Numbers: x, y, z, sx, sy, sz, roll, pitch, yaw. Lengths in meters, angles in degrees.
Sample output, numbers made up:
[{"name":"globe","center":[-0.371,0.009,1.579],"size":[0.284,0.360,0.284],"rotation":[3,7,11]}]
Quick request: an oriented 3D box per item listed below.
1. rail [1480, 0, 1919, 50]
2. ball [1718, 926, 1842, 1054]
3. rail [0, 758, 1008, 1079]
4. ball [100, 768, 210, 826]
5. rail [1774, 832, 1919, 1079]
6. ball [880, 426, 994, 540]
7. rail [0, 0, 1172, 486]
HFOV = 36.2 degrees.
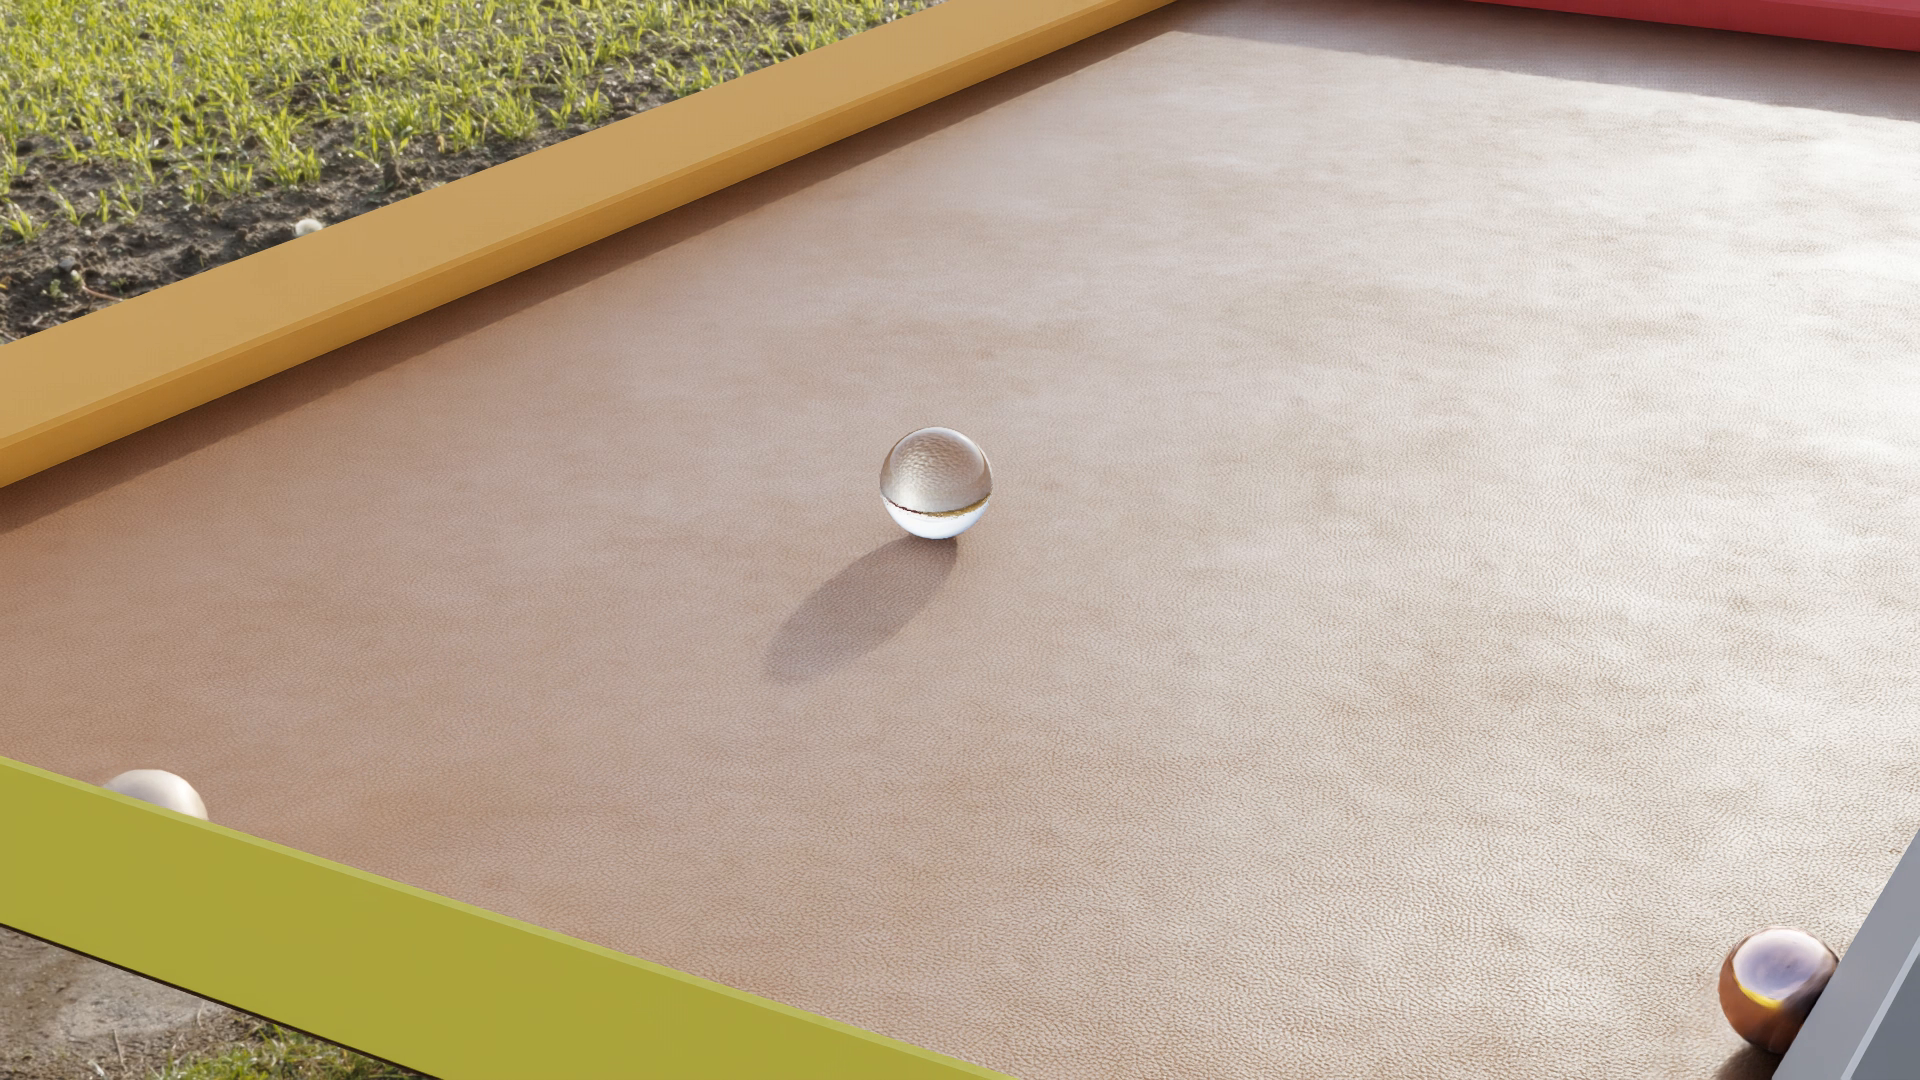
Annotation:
[{"name":"rail","center":[0.987,-0.664,3.579],"size":[1.445,0.105,0.045],"rotation":[13,26,28]},{"name":"ball","center":[0.415,0.227,1.483],"size":[0.064,0.064,0.064],"rotation":[0,22,0]},{"name":"rail","center":[-0.321,0.196,1.501],"size":[1.445,0.105,0.045],"rotation":[13,26,28]},{"name":"ball","center":[-0.453,0.161,1.635],"size":[0.069,0.069,0.069],"rotation":[0,22,0]},{"name":"rail","center":[0.937,-0.100,2.215],"size":[0.045,0.105,2.649],"rotation":[13,26,28]},{"name":"ball","center":[-0.017,-0.041,2.108],"size":[0.081,0.081,0.081],"rotation":[0,22,0]},{"name":"rail","center":[-0.272,-0.368,2.865],"size":[0.045,0.105,2.649],"rotation":[13,26,28]}]
